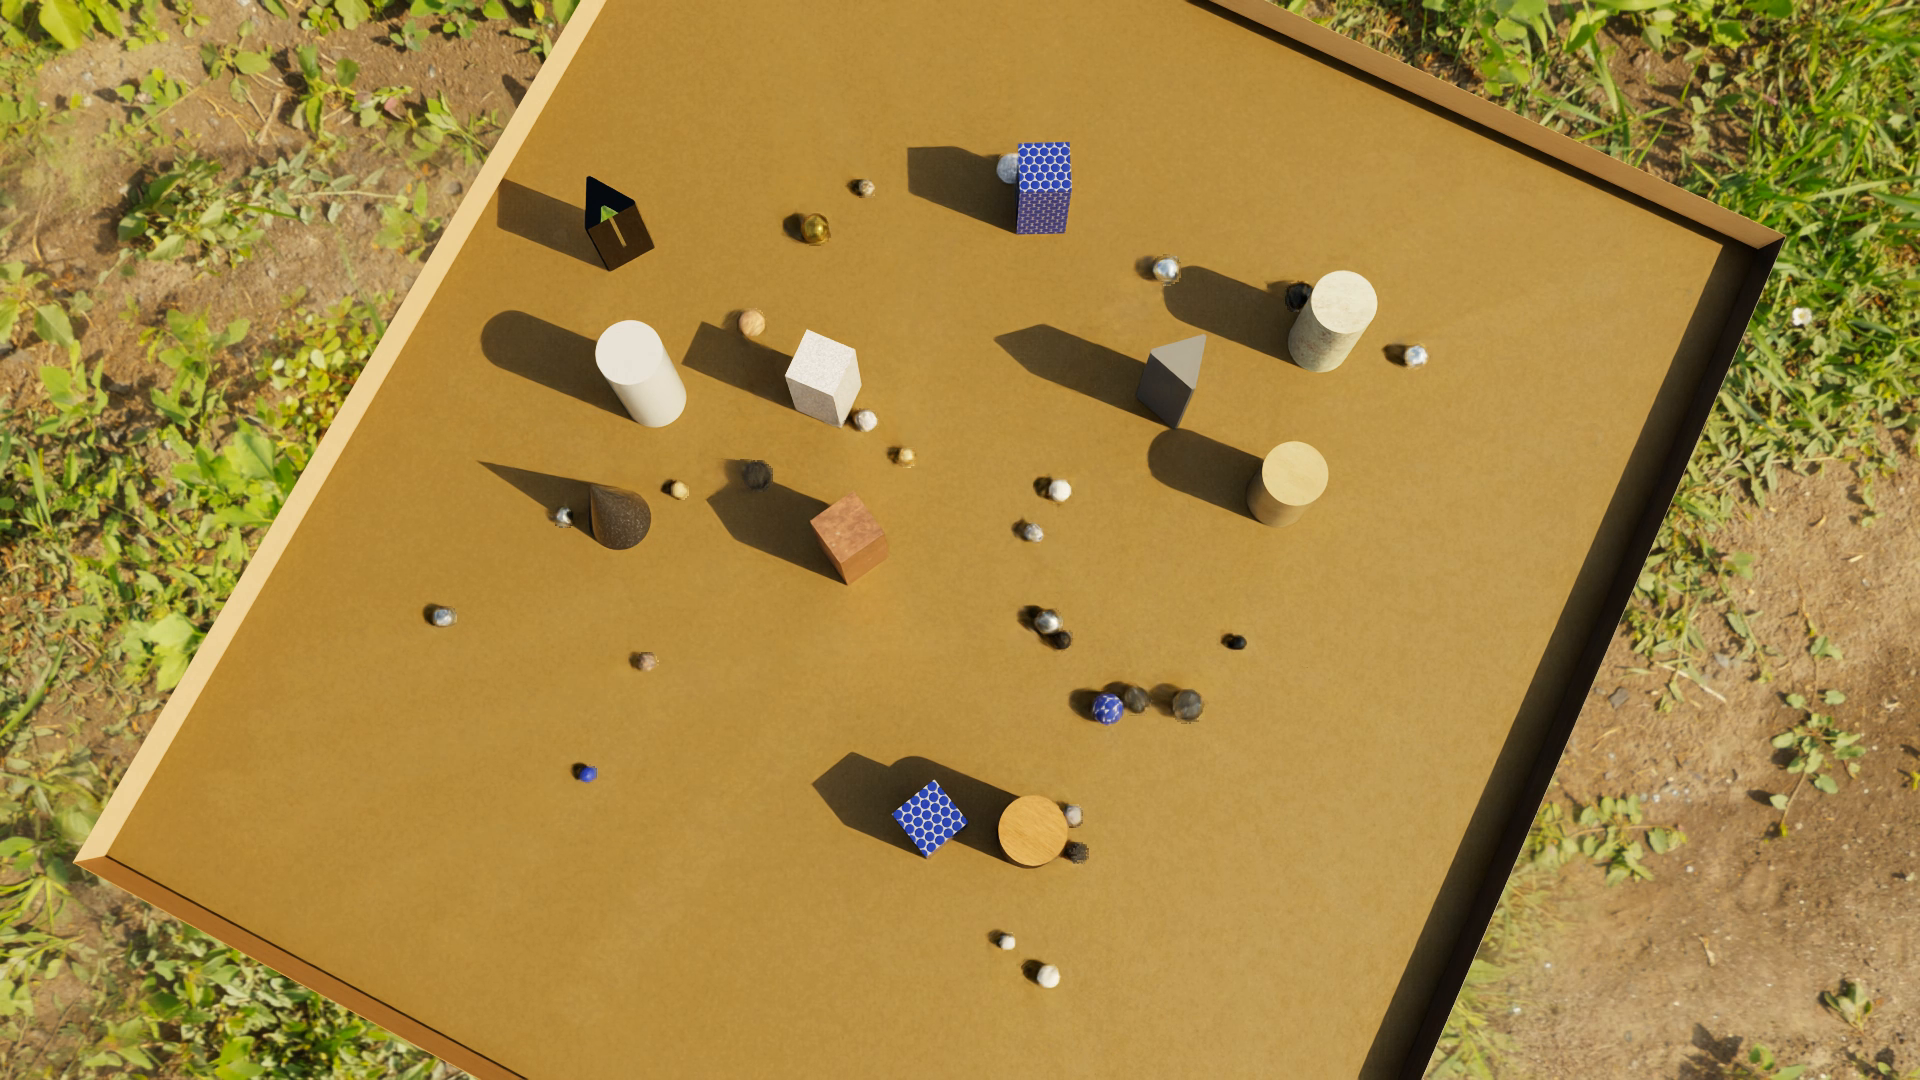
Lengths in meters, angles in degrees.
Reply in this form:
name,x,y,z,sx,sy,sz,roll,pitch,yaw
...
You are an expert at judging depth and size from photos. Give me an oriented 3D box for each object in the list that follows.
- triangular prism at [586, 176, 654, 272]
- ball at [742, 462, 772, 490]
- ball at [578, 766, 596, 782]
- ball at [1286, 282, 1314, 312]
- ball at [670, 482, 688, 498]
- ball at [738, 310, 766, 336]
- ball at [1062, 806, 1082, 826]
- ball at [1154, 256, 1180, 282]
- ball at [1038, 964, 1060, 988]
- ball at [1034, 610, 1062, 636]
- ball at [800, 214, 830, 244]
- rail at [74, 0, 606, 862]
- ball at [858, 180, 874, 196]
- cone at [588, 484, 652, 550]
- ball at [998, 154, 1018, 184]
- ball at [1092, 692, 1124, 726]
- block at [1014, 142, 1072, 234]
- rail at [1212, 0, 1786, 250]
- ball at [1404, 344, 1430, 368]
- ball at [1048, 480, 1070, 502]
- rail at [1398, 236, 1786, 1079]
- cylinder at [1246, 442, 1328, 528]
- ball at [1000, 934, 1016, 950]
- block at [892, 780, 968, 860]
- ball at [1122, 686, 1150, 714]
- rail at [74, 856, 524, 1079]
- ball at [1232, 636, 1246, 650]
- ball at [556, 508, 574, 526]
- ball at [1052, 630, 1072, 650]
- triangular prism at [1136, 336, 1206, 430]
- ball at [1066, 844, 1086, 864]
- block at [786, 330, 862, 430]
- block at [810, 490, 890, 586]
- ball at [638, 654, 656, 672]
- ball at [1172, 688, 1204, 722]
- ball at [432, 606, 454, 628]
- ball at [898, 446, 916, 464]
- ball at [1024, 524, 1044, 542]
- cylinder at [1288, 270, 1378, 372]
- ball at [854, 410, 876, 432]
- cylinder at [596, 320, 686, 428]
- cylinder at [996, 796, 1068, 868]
name,x,y,z,sx,sy,sz,roll,pitch,yaw
triangular prism,-1.074,-0.988,5.636,0.167,0.363,0.145,-30,80,-6
ball,-0.623,-0.196,5.612,0.089,0.089,0.089,0,78,0
ball,-1.108,0.697,5.448,0.048,0.048,0.048,0,78,0
ball,1.065,-0.761,5.727,0.092,0.092,0.092,0,78,0
ball,-0.863,-0.154,5.622,0.051,0.051,0.051,0,78,0
ball,-0.649,-0.676,5.714,0.083,0.083,0.083,0,78,0
ball,0.330,0.814,5.418,0.059,0.059,0.059,0,78,0
ball,0.648,-0.849,5.750,0.082,0.082,0.082,0,78,0
ball,0.257,1.268,5.320,0.066,0.066,0.066,0,78,0
ball,0.265,0.248,5.525,0.079,0.079,0.079,0,78,0
ball,-0.456,-0.982,5.773,0.092,0.092,0.092,0,78,0
rail,-1.648,-0.800,5.717,0.045,0.125,4.008,26,80,5
ball,-0.298,-1.120,5.822,0.052,0.052,0.052,0,78,0
cone,-1.045,-0.110,5.404,0.193,0.461,0.193,0,78,0
ball,0.166,-1.178,5.811,0.097,0.097,0.097,0,78,0
ball,0.441,0.504,5.463,0.096,0.096,0.096,0,78,0
block,0.254,-1.083,5.662,0.155,0.349,0.155,-2,78,0
rail,0.886,-1.728,5.909,3.731,0.125,0.045,26,80,5
ball,1.418,-0.571,5.695,0.078,0.078,0.078,0,78,0
ball,0.305,-0.151,5.613,0.068,0.068,0.068,0,78,0
rail,1.648,0.813,5.383,0.045,0.125,4.008,26,80,5
cylinder,0.978,-0.163,5.494,0.193,0.306,0.193,0,78,0
ball,0.138,1.174,5.349,0.047,0.047,0.047,0,78,0
block,-0.085,0.814,5.319,0.155,0.254,0.155,-39,81,-7
ball,0.528,0.478,5.476,0.082,0.082,0.082,0,78,0
rail,-0.886,1.741,5.191,3.731,0.125,0.045,26,80,5
ball,0.842,0.311,5.529,0.044,0.044,0.044,0,78,0
ball,-1.209,-0.072,5.603,0.056,0.056,0.056,0,78,0
ball,0.307,0.303,5.523,0.060,0.060,0.060,0,78,0
triangular prism,0.659,-0.494,5.491,0.167,0.446,0.145,43,81,8
ball,0.344,0.922,5.395,0.059,0.059,0.059,0,78,0
block,-0.408,-0.480,5.528,0.155,0.367,0.155,23,79,5
block,-0.324,-0.002,5.436,0.155,0.355,0.155,-35,80,-7
ball,-0.941,0.368,5.513,0.053,0.053,0.053,0,78,0
ball,0.681,0.493,5.465,0.096,0.096,0.096,0,78,0
ball,-1.560,0.234,5.535,0.065,0.065,0.065,0,78,0
ball,-0.163,-0.259,5.642,0.056,0.056,0.056,0,78,0
ball,0.226,-0.021,5.591,0.059,0.059,0.059,0,78,0
cylinder,1.124,-0.657,5.552,0.193,0.392,0.193,0,78,0
ball,-0.292,-0.368,5.657,0.069,0.069,0.069,0,78,0
cylinder,-0.949,-0.491,5.481,0.193,0.464,0.193,0,78,0
cylinder,0.203,0.843,5.266,0.193,0.346,0.193,0,78,0
